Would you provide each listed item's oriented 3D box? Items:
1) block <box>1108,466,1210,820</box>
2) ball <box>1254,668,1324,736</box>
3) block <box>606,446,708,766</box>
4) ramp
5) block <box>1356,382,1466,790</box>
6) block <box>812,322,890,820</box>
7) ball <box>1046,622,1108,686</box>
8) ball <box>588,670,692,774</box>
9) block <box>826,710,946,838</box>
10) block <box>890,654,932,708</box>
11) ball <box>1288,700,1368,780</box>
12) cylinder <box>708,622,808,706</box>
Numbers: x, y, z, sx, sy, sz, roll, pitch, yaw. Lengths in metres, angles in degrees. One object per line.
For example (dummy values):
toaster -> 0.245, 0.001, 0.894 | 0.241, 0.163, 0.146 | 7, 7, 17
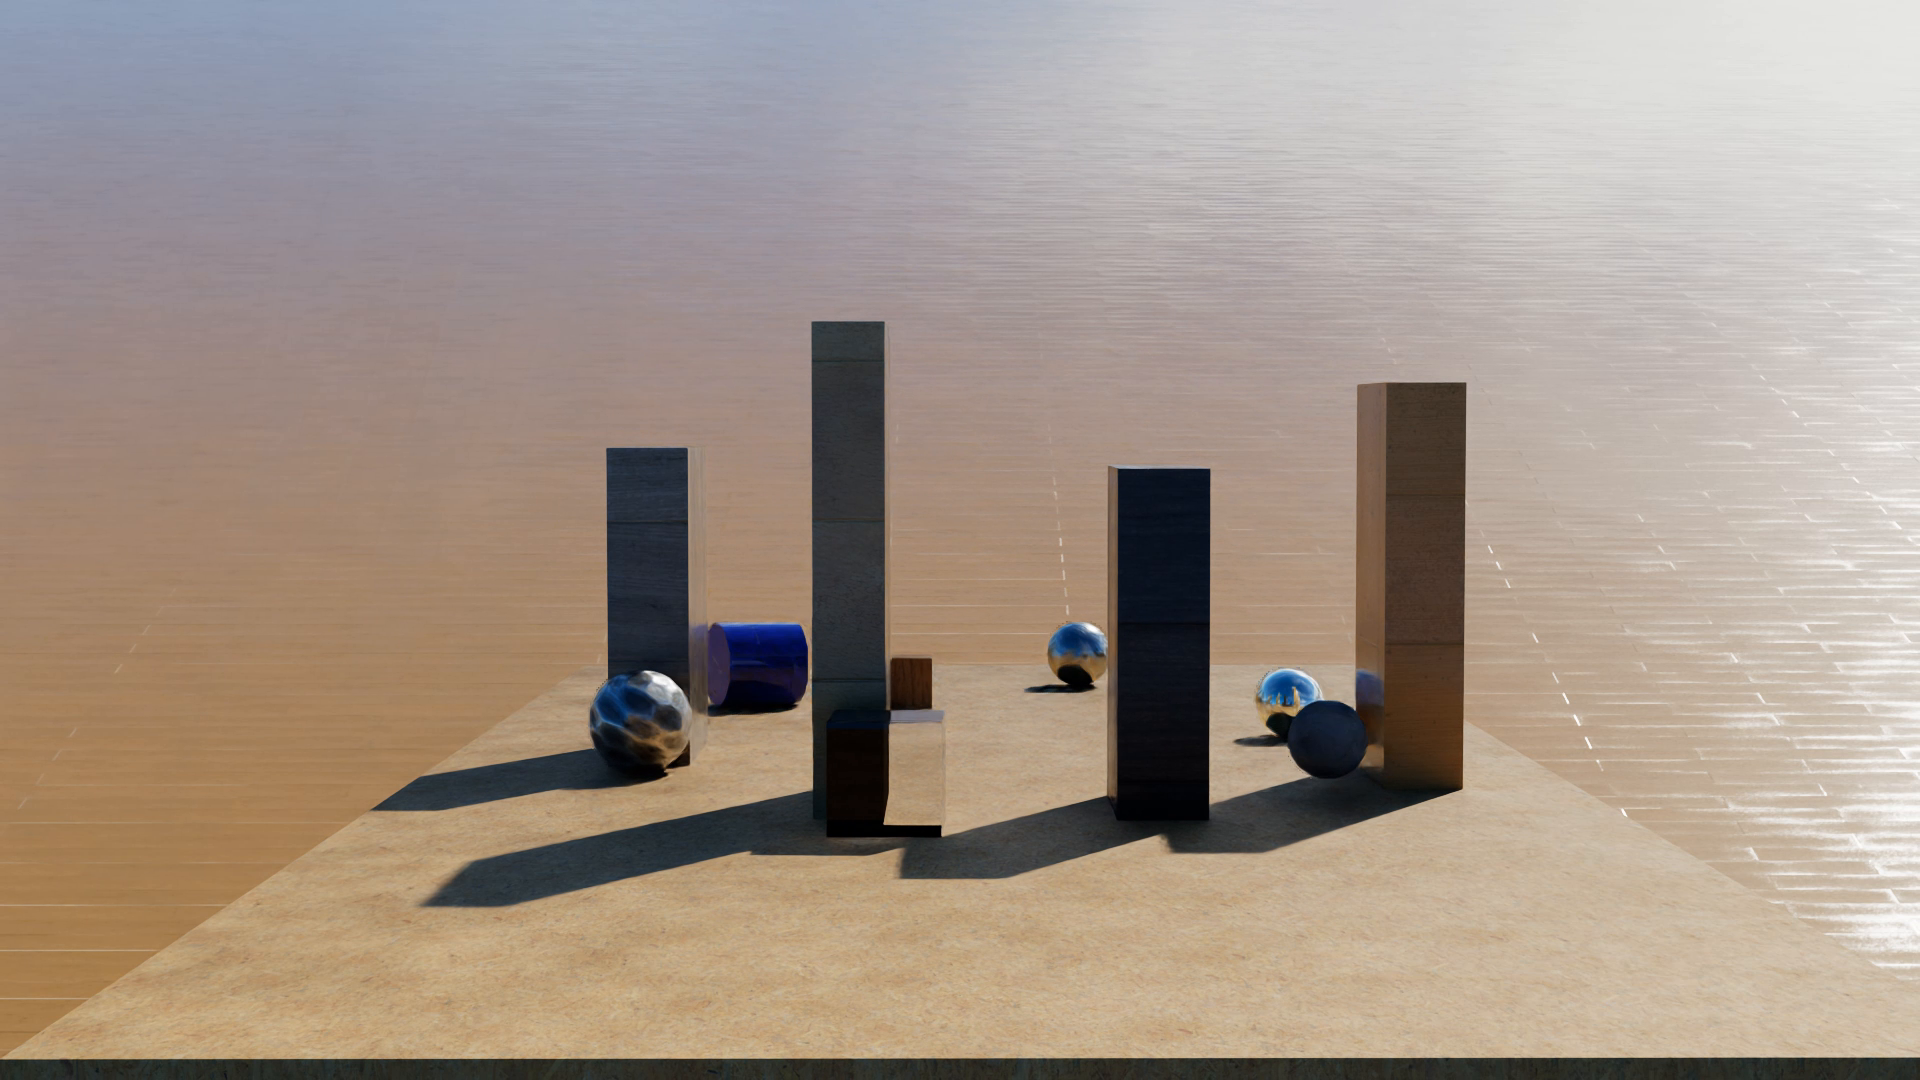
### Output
block -> 0.317, 0.157, 4.142 | 0.144, 0.550, 0.266 | 0, 3, 0
ball -> 0.648, 0.320, 5.067 | 0.135, 0.135, 0.135 | 0, 22, 0
block -> -0.563, 0.113, 4.812 | 0.146, 0.575, 0.341 | 0, 3, 0
ramp -> 0.051, 0.464, 4.534 | 2.000, 0.100, 4.000 | 0, 3, 0
block -> 0.784, 0.071, 4.494 | 0.134, 0.688, 0.315 | 0, 3, 0
block -> -0.174, 0.041, 4.187 | 0.114, 0.779, 0.339 | 0, 3, 0
ball -> 0.278, 0.266, 6.025 | 0.150, 0.150, 0.150 | 0, 22, 0
ball -> -0.566, 0.321, 4.559 | 0.183, 0.183, 0.183 | 0, 22, 0
block -> -0.111, 0.356, 3.944 | 0.172, 0.172, 0.172 | 0, 3, 2
block -> -0.115, 0.307, 5.629 | 0.107, 0.107, 0.107 | 0, 3, -1
ball -> 0.625, 0.339, 4.377 | 0.135, 0.135, 0.135 | 0, 22, 0
cylinder -> -0.447, 0.270, 5.621 | 0.180, 0.180, 0.180 | 0, 20, -24
